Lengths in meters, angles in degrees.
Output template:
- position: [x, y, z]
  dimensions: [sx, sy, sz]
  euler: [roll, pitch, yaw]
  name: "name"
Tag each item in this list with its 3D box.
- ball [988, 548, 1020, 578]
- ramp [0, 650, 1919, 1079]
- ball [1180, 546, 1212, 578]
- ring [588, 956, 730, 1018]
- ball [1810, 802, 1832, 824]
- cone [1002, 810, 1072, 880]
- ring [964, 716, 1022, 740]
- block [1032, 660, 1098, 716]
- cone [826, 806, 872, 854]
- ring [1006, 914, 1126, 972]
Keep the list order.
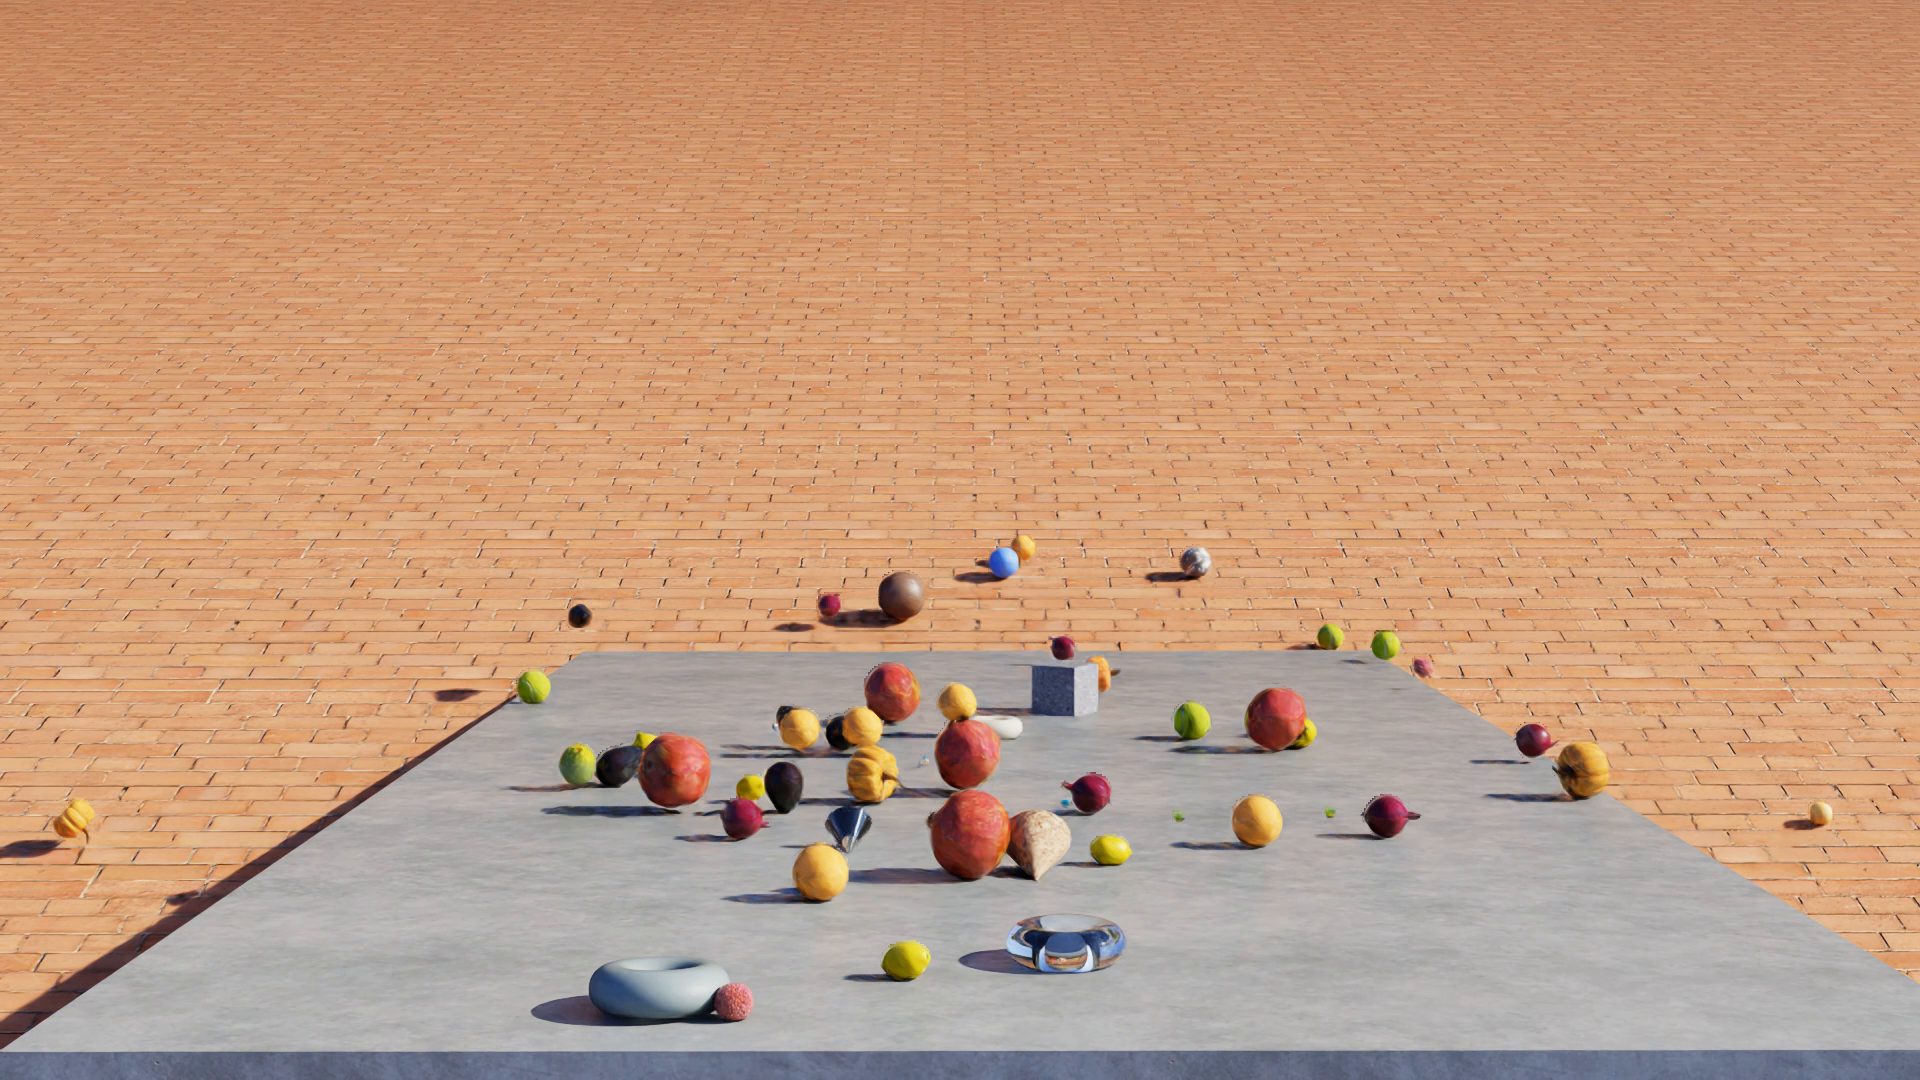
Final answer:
- position: [0.124, 0.064, 7.239]
  dimensions: [0.085, 0.085, 0.085]
  euler: [0, 21, 0]
  name: "ball"
- position: [0.049, 0.442, 4.532]
  dimensions: [2.000, 0.100, 4.000]
  euler: [0, 3, 0]
  name: "ramp"
- position: [0.666, 0.062, 7.243]
  dimensions: [0.086, 0.086, 0.086]
  euler: [0, 21, 0]
  name: "ball"
- position: [-0.315, 0.469, 2.699]
  dimensions: [0.149, 0.050, 0.149]
  euler: [0, -1, 0]
  name: "ring"
- position: [1.956, 0.621, 5.836]
  dimensions: [0.051, 0.051, 0.051]
  euler: [0, 21, 0]
  name: "ball"
- position: [0.102, 0.430, 3.461]
  dimensions: [0.095, 0.095, 0.095]
  euler: [1, 30, 2]
  name: "cone"
- position: [0.063, 0.356, 4.863]
  dimensions: [0.113, 0.038, 0.113]
  euler: [-1, 4, 0]
  name: "ring"
- position: [0.214, 0.303, 5.242]
  dimensions: [0.100, 0.100, 0.100]
  euler: [2, 4, 31]
  name: "block"
- position: [-0.158, 0.426, 3.659]
  dimensions: [0.067, 0.067, 0.067]
  euler: [-1, 30, -3]
  name: "cone"
- position: [0.121, 0.459, 2.929]
  dimensions: [0.137, 0.046, 0.137]
  euler: [-1, 4, 0]
  name: "ring"
